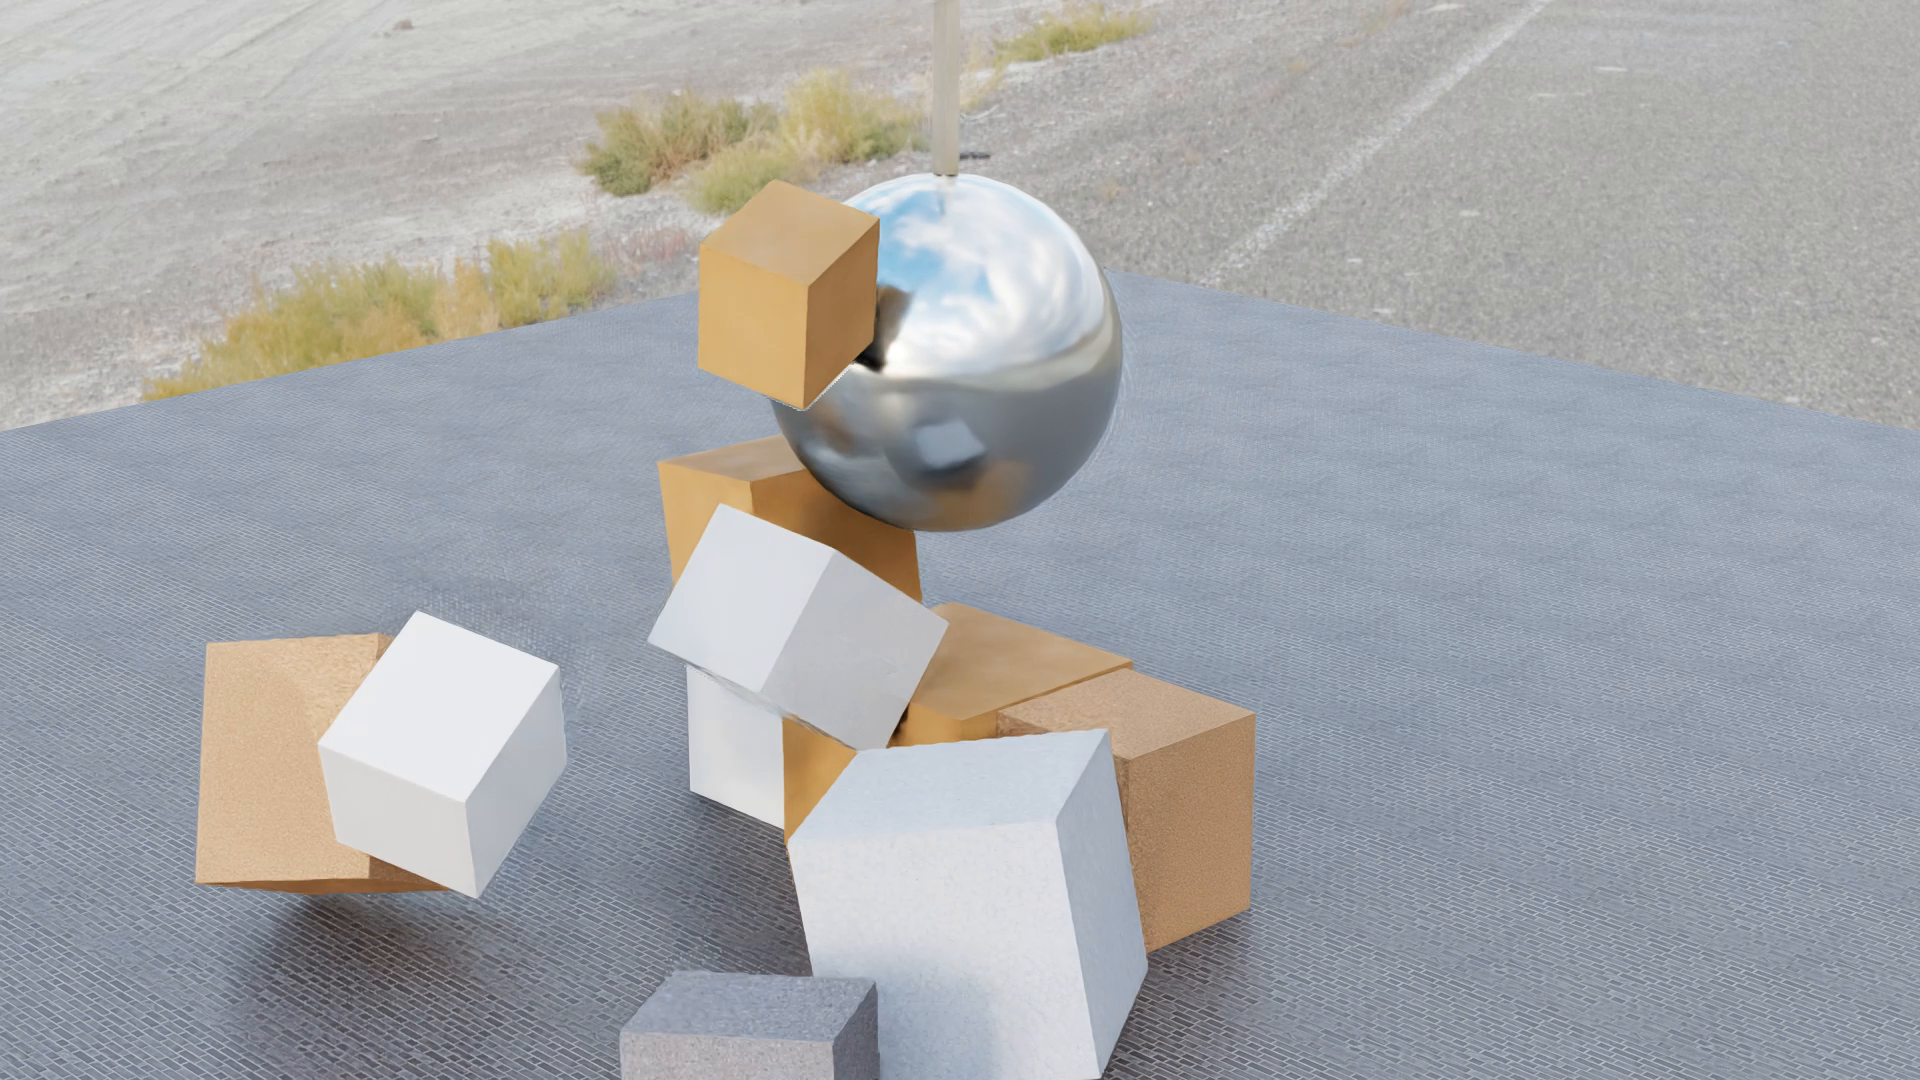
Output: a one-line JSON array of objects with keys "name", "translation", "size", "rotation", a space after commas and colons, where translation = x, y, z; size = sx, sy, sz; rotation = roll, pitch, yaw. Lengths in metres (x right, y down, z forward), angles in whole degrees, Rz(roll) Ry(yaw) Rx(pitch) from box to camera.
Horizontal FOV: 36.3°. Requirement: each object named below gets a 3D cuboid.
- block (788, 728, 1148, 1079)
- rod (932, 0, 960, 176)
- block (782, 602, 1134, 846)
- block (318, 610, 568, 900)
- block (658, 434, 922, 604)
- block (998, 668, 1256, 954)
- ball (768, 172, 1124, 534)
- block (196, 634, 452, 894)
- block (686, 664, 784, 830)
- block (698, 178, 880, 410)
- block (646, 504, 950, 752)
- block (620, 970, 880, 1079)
[{"name": "block", "translation": [0.059, 1.458, 11.628], "size": [1.058, 1.050, 1.032], "rotation": [-6, 14, 16]}, {"name": "rod", "translation": [-0.032, -4.085, 12.024], "size": [0.080, 5.200, 0.080], "rotation": [17, 23, 42]}, {"name": "block", "translation": [-0.015, 0.992, 13.609], "size": [1.106, 0.947, 1.183], "rotation": [-16, 24, -42]}, {"name": "block", "translation": [-2.054, 0.857, 11.732], "size": [0.648, 0.656, 0.741], "rotation": [20, 51, 13]}, {"name": "block", "translation": [-0.816, -0.013, 14.064], "size": [0.842, 0.820, 0.907], "rotation": [-14, 15, -31]}, {"name": "block", "translation": [0.730, 1.199, 12.969], "size": [0.809, 0.936, 0.788], "rotation": [-16, 23, -41]}, {"name": "ball", "translation": [-0.074, -0.829, 13.003], "size": [1.600, 1.600, 1.600], "rotation": [0, 17, 0]}, {"name": "block", "translation": [-2.698, 0.996, 12.800], "size": [0.859, 1.027, 0.853], "rotation": [-4, -11, 21]}, {"name": "block", "translation": [-0.716, 0.828, 14.328], "size": [0.907, 0.830, 0.820], "rotation": [-17, 24, -42]}, {"name": "block", "translation": [-0.696, -1.004, 11.927], "size": [0.500, 0.615, 0.564], "rotation": [22, 44, 19]}, {"name": "block", "translation": [-0.709, 0.404, 12.882], "size": [0.794, 0.688, 0.823], "rotation": [21, -9, 44]}, {"name": "block", "translation": [-0.742, 2.015, 10.584], "size": [0.773, 0.709, 0.639], "rotation": [1, 11, 12]}]
